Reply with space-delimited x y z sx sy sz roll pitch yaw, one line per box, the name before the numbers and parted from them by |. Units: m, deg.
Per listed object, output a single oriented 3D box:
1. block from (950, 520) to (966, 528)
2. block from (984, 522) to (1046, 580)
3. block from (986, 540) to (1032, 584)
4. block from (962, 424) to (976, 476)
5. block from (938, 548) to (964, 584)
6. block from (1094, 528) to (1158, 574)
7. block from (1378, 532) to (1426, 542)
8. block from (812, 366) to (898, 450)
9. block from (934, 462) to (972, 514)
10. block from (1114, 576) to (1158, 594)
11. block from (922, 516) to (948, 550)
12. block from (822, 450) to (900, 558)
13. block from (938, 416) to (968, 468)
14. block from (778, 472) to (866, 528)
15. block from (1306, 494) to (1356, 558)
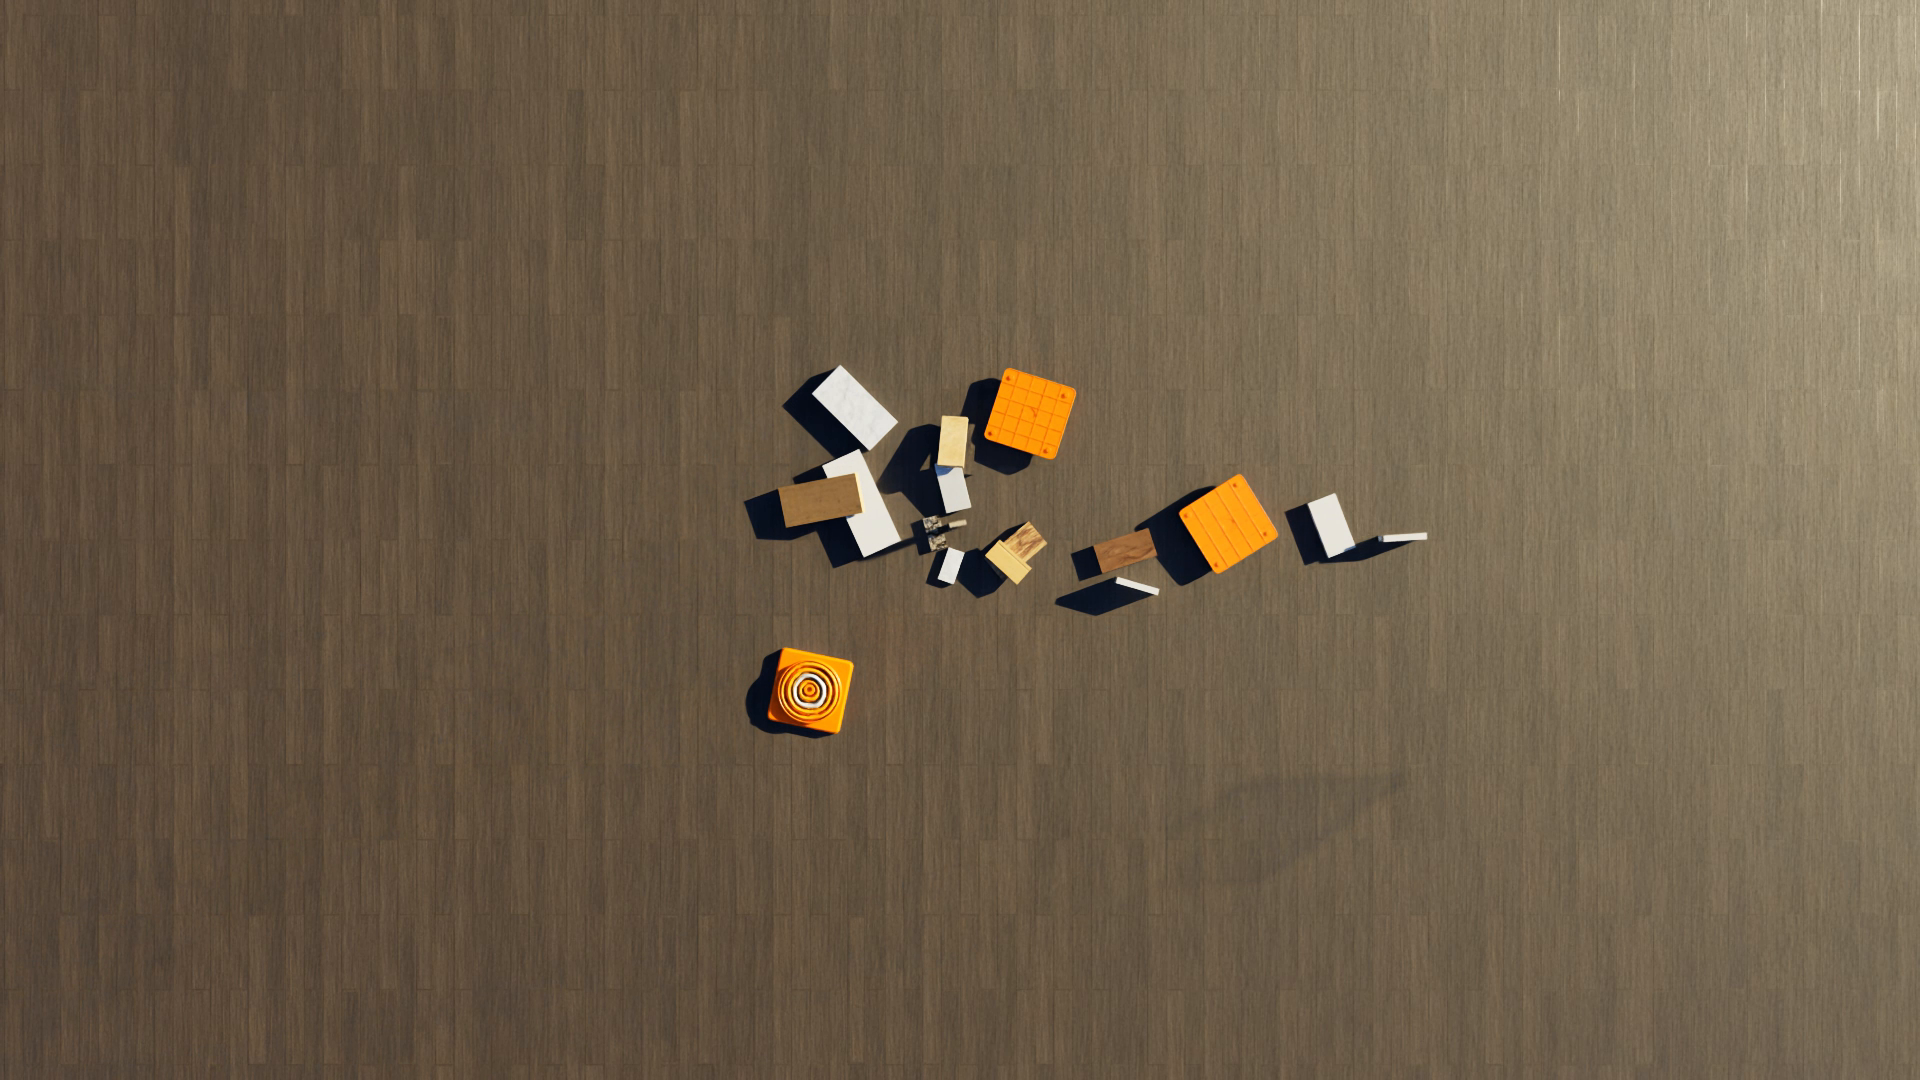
block | -0.007 -0.053 5.445 0.055 0.111 0.016 -12 90 0
block | 0.185 0.037 5.486 0.193 0.027 0.096 -40 90 0
block | 0.160 0.073 5.463 0.142 0.020 0.071 42 90 0
block | 0.007 -0.303 5.488 0.084 0.024 0.168 4 90 0
block | -0.030 0.086 5.492 0.055 0.016 0.111 19 90 0
block | 0.549 0.035 5.486 0.193 0.027 0.096 -18 90 0
block | 1.465 -0.009 5.464 0.142 0.071 0.020 -4 90 0
block | -0.349 -0.438 5.481 0.267 0.038 0.134 45 90 0
block | -0.024 -0.181 5.471 0.084 0.024 0.168 -13 100 3
block | 0.585 0.152 5.464 0.142 0.071 0.020 16 90 0
block | -0.083 -0.024 5.492 0.055 0.016 0.111 -15 90 0
block | -0.326 -0.122 5.481 0.134 0.038 0.333 -24 90 0
block | -0.023 -0.324 5.447 0.084 0.024 0.168 4 76 8
block | -0.457 -0.132 5.452 0.267 0.038 0.134 -11 93 11
block | 1.234 -0.048 5.486 0.096 0.027 0.193 -21 90 0
